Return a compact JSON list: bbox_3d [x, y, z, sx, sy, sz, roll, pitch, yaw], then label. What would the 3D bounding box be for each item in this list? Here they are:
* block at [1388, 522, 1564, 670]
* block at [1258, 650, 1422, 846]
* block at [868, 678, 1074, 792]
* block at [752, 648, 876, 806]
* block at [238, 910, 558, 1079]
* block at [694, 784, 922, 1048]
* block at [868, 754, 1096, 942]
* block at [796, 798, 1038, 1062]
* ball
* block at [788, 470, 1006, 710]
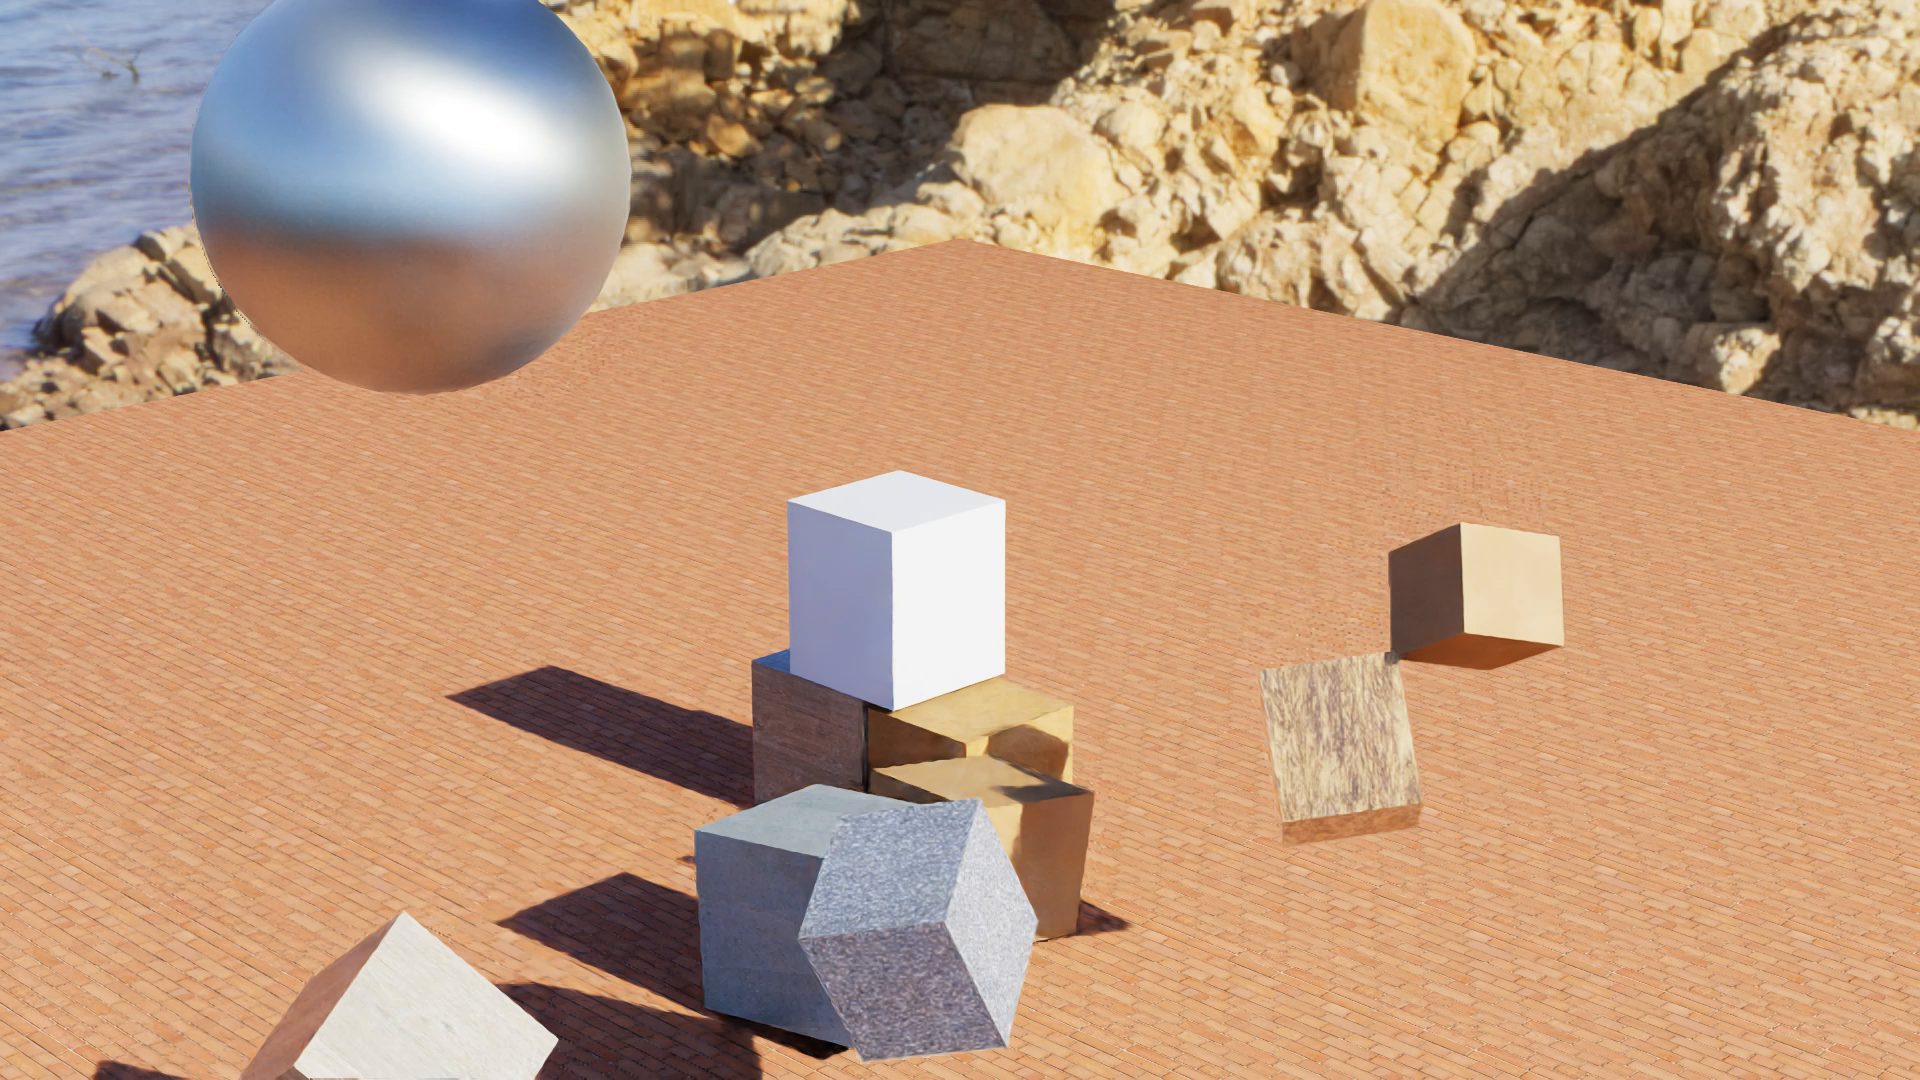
[{"bbox_3d":[2.024,0.228,11.526,0.460,0.437,0.504,8,-17,-24],"label":"block"},{"bbox_3d":[1.504,0.834,11.642,0.541,0.609,0.555,-9,-16,4],"label":"block"},{"bbox_3d":[0.049,1.106,13.641,0.696,0.709,0.650,-17,24,-42],"label":"block"},{"bbox_3d":[-0.458,0.935,14.128,0.751,0.745,0.778,-17,24,-42],"label":"block"},{"bbox_3d":[-2.021,1.899,10.238,0.760,0.716,0.716,-36,17,45],"label":"block"},{"bbox_3d":[-0.511,1.523,12.033,0.826,0.768,0.754,7,15,39],"label":"block"},{"bbox_3d":[0.063,1.357,12.756,0.643,0.640,0.737,17,14,42],"label":"block"},{"bbox_3d":[-0.139,1.393,10.481,0.560,0.630,0.618,-10,35,22],"label":"block"},{"bbox_3d":[-2.014,-1.334,10.811,1.600,1.600,1.600,0,17,0],"label":"ball"},{"bbox_3d":[-0.296,0.222,13.730,0.720,0.853,0.712,-16,24,-42],"label":"block"}]
